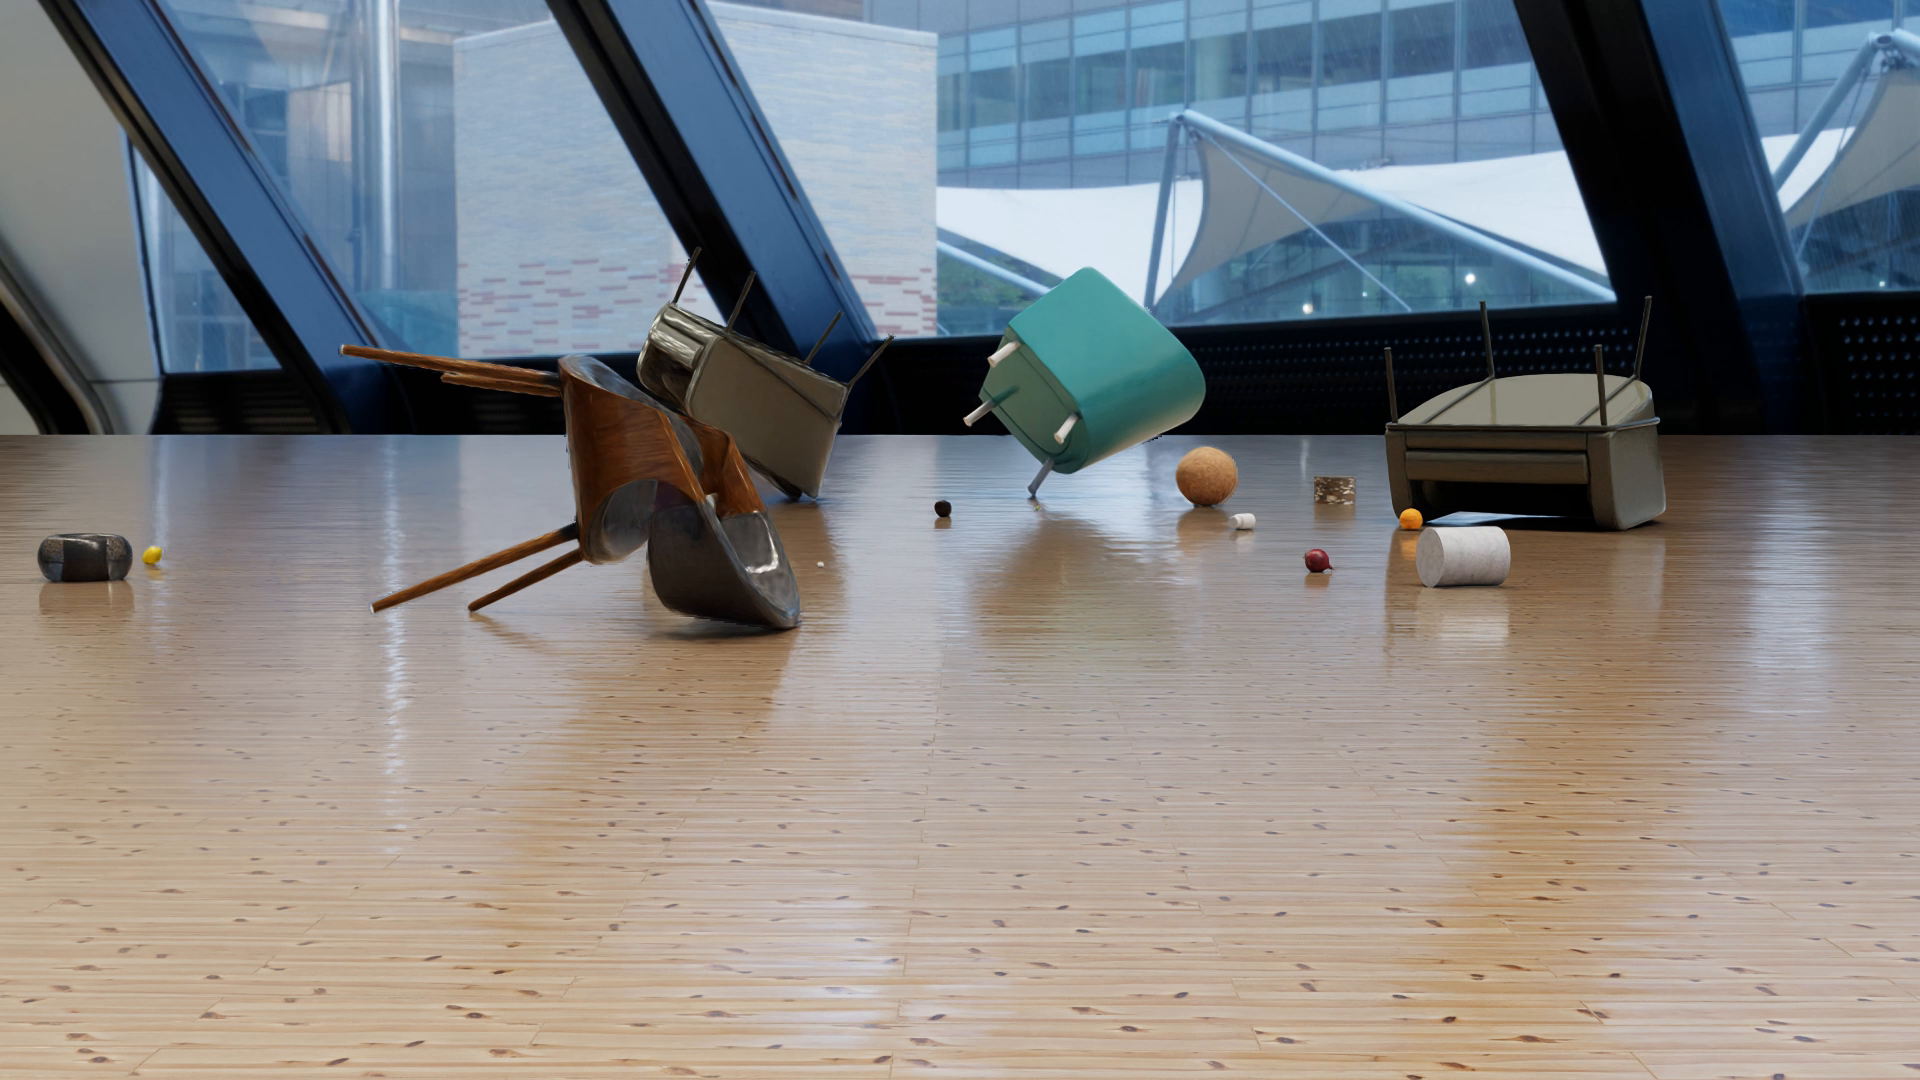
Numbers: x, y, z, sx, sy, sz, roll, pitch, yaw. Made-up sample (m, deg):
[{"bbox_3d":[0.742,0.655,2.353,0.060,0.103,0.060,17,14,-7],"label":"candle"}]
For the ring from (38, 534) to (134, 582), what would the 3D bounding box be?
[{"bbox_3d":[-2.061,0.042,5.183,0.212,0.105,0.183,0,6,-14],"label":"ring"}]

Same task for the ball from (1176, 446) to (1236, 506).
[{"bbox_3d":[0.944,-0.244,8.434,0.228,0.228,0.228,0,4,0],"label":"ball"}]

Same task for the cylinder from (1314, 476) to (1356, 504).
[{"bbox_3d":[1.475,-0.197,8.657,0.135,0.105,0.201,-2,4,-26],"label":"cylinder"}]

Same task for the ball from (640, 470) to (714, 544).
[{"bbox_3d":[-0.817,-0.095,6.367,0.213,0.213,0.213,0,4,0],"label":"ball"}]

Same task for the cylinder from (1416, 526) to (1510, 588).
[{"bbox_3d":[1.144,0.038,5.003,0.166,0.136,0.136,-1,-24,-15],"label":"cylinder"}]
